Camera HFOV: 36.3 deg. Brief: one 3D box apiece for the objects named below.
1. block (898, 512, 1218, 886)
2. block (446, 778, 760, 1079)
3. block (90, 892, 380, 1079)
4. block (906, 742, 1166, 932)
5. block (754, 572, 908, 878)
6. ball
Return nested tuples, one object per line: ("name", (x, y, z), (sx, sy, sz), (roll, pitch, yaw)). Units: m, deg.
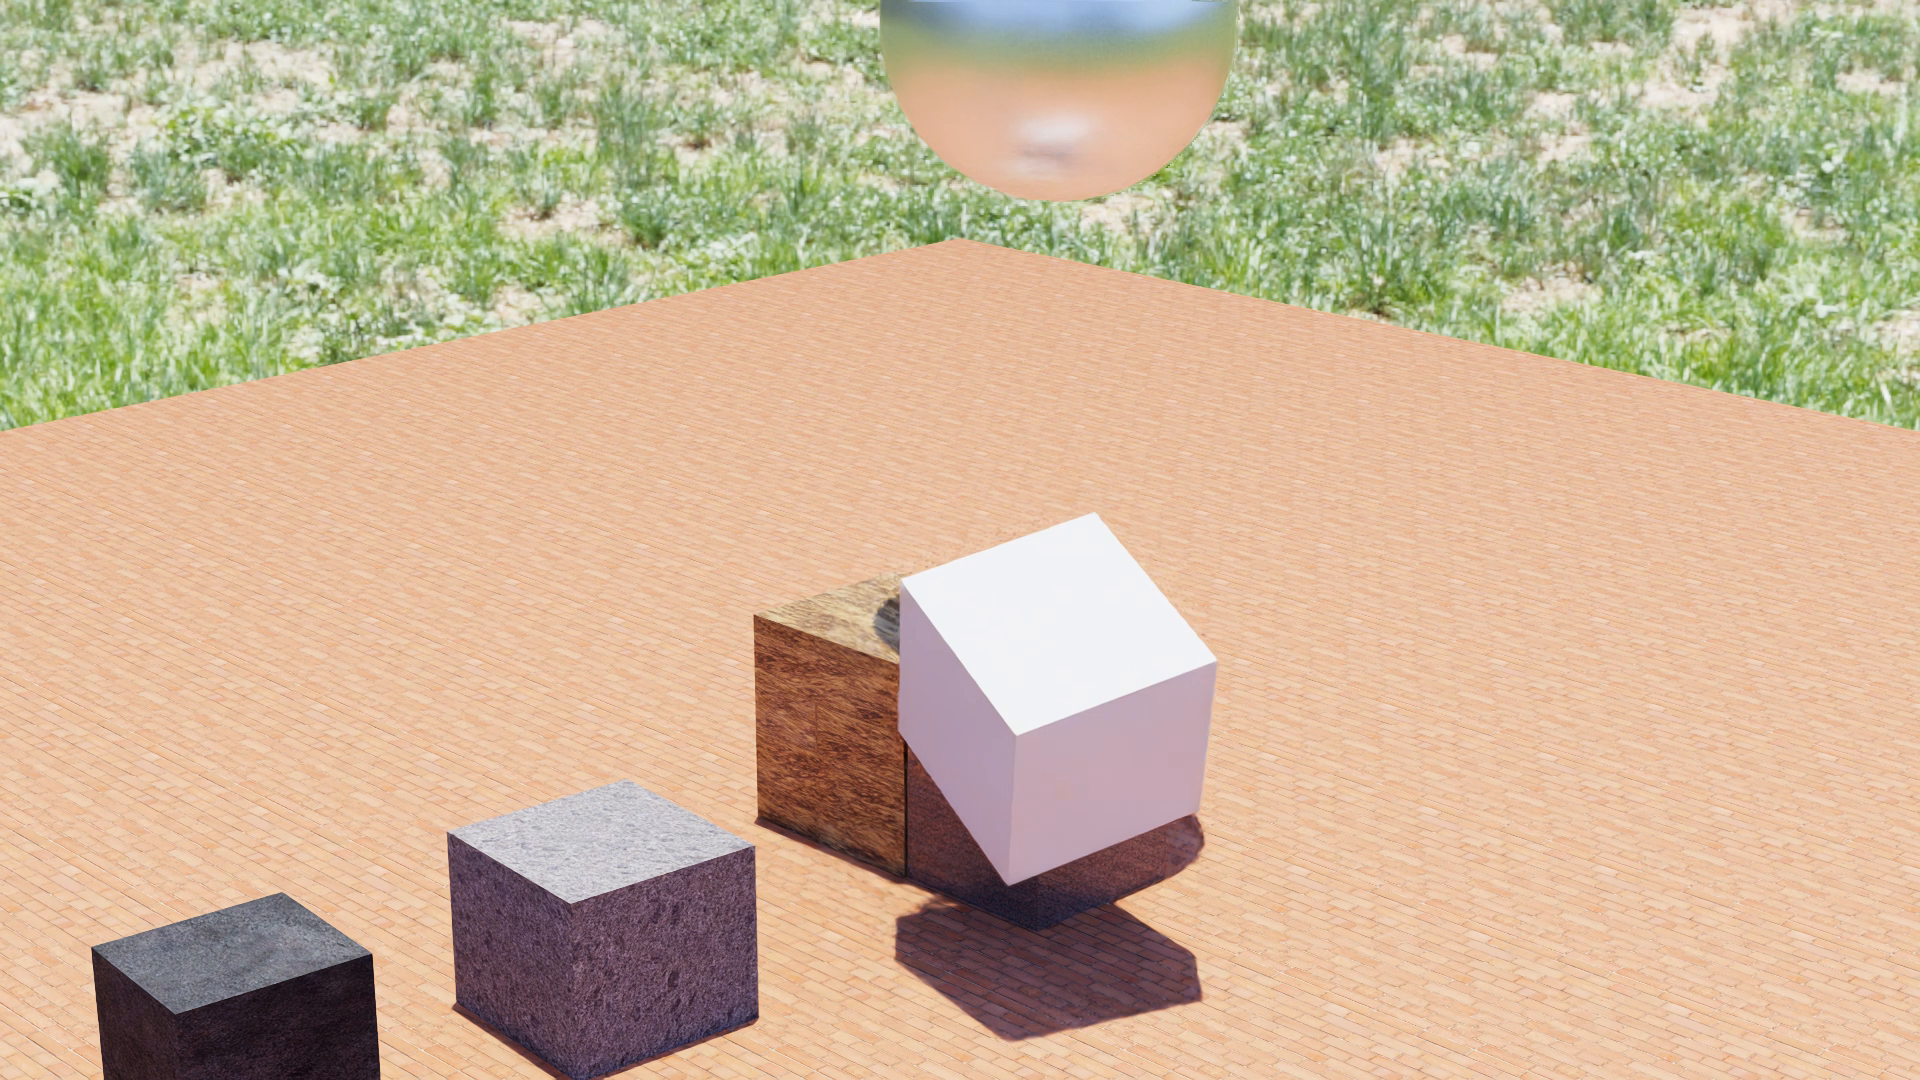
("block", (0.387, 0.659, 12.357), (0.934, 0.910, 0.998), (-19, 47, -21))
("block", (-1.463, 1.579, 12.034), (0.882, 0.771, 0.927), (-14, 22, -38))
("block", (-2.730, 1.890, 11.098), (0.789, 0.740, 0.723), (-14, 22, -37))
("block", (0.352, 1.188, 13.323), (0.854, 0.745, 0.819), (-17, 24, -42))
("block", (-0.286, 0.850, 13.923), (1.016, 1.030, 0.926), (17, 24, 42))
("ball", (0.435, -2.313, 13.071), (1.600, 1.600, 1.600), (0, 17, 0))
